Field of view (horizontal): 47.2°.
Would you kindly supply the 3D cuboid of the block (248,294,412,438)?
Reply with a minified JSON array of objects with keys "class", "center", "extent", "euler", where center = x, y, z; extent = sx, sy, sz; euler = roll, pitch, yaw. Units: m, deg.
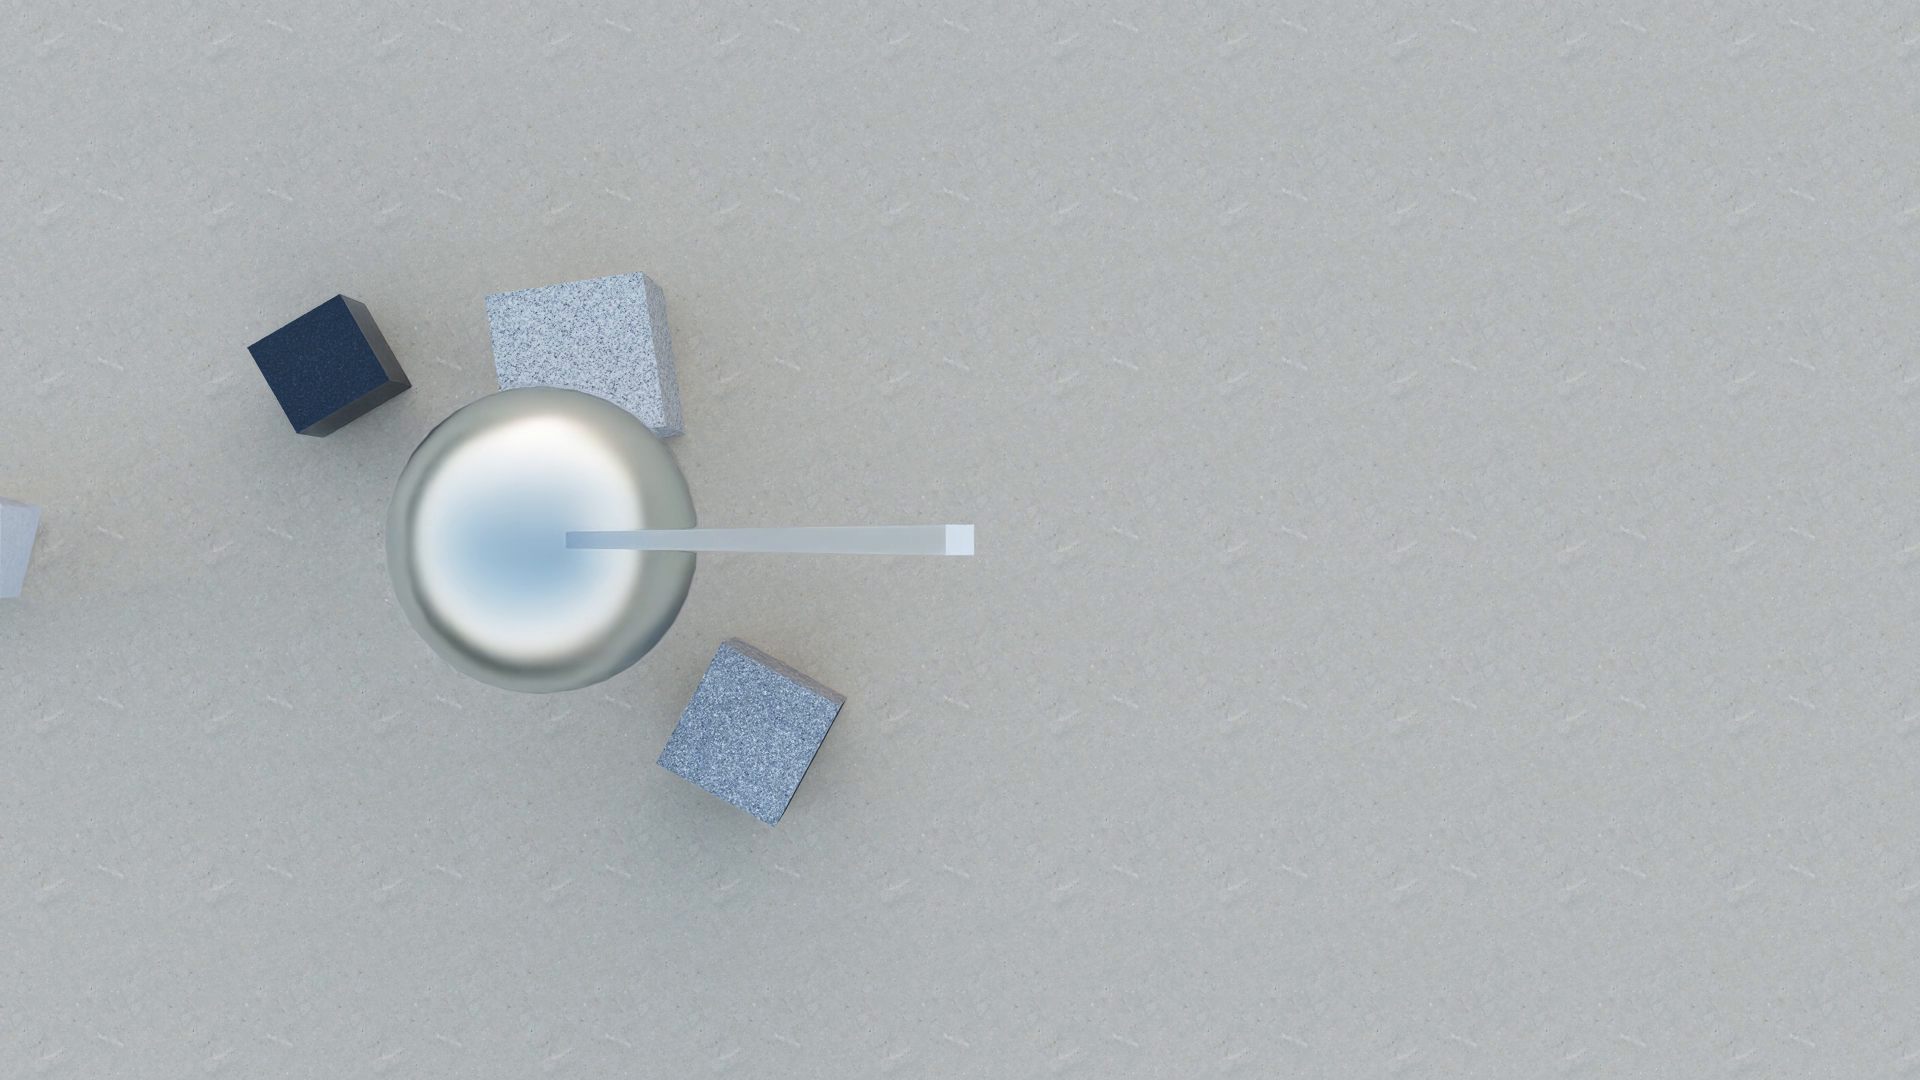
[{"class":"block","center":[-3.641,-1.000,12.738],"extent":[0.608,0.524,0.565],"euler":[-30,90,0]}]

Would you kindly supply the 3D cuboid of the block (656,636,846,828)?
[{"class":"block","center":[-1.181,1.088,12.634],"extent":[0.754,0.731,0.768],"euler":[29,90,0]}]

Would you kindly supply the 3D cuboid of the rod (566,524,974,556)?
[{"class":"rod","center":[-0.936,0.000,8.246],"extent":[0.080,5.200,0.080],"euler":[0,90,-21]}]

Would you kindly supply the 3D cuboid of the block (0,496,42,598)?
[{"class":"block","center":[-5.732,0.009,12.723],"extent":[0.496,0.553,0.546],"euler":[14,90,0]}]

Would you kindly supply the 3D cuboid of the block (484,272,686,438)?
[{"class":"block","center":[-2.123,-0.989,12.569],"extent":[0.878,0.863,0.865],"euler":[-9,90,0]}]

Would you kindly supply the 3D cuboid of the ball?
[{"class":"ball","center":[-2.160,0.000,11.418],"extent":[1.600,1.600,1.600],"euler":[0,90,0]}]
